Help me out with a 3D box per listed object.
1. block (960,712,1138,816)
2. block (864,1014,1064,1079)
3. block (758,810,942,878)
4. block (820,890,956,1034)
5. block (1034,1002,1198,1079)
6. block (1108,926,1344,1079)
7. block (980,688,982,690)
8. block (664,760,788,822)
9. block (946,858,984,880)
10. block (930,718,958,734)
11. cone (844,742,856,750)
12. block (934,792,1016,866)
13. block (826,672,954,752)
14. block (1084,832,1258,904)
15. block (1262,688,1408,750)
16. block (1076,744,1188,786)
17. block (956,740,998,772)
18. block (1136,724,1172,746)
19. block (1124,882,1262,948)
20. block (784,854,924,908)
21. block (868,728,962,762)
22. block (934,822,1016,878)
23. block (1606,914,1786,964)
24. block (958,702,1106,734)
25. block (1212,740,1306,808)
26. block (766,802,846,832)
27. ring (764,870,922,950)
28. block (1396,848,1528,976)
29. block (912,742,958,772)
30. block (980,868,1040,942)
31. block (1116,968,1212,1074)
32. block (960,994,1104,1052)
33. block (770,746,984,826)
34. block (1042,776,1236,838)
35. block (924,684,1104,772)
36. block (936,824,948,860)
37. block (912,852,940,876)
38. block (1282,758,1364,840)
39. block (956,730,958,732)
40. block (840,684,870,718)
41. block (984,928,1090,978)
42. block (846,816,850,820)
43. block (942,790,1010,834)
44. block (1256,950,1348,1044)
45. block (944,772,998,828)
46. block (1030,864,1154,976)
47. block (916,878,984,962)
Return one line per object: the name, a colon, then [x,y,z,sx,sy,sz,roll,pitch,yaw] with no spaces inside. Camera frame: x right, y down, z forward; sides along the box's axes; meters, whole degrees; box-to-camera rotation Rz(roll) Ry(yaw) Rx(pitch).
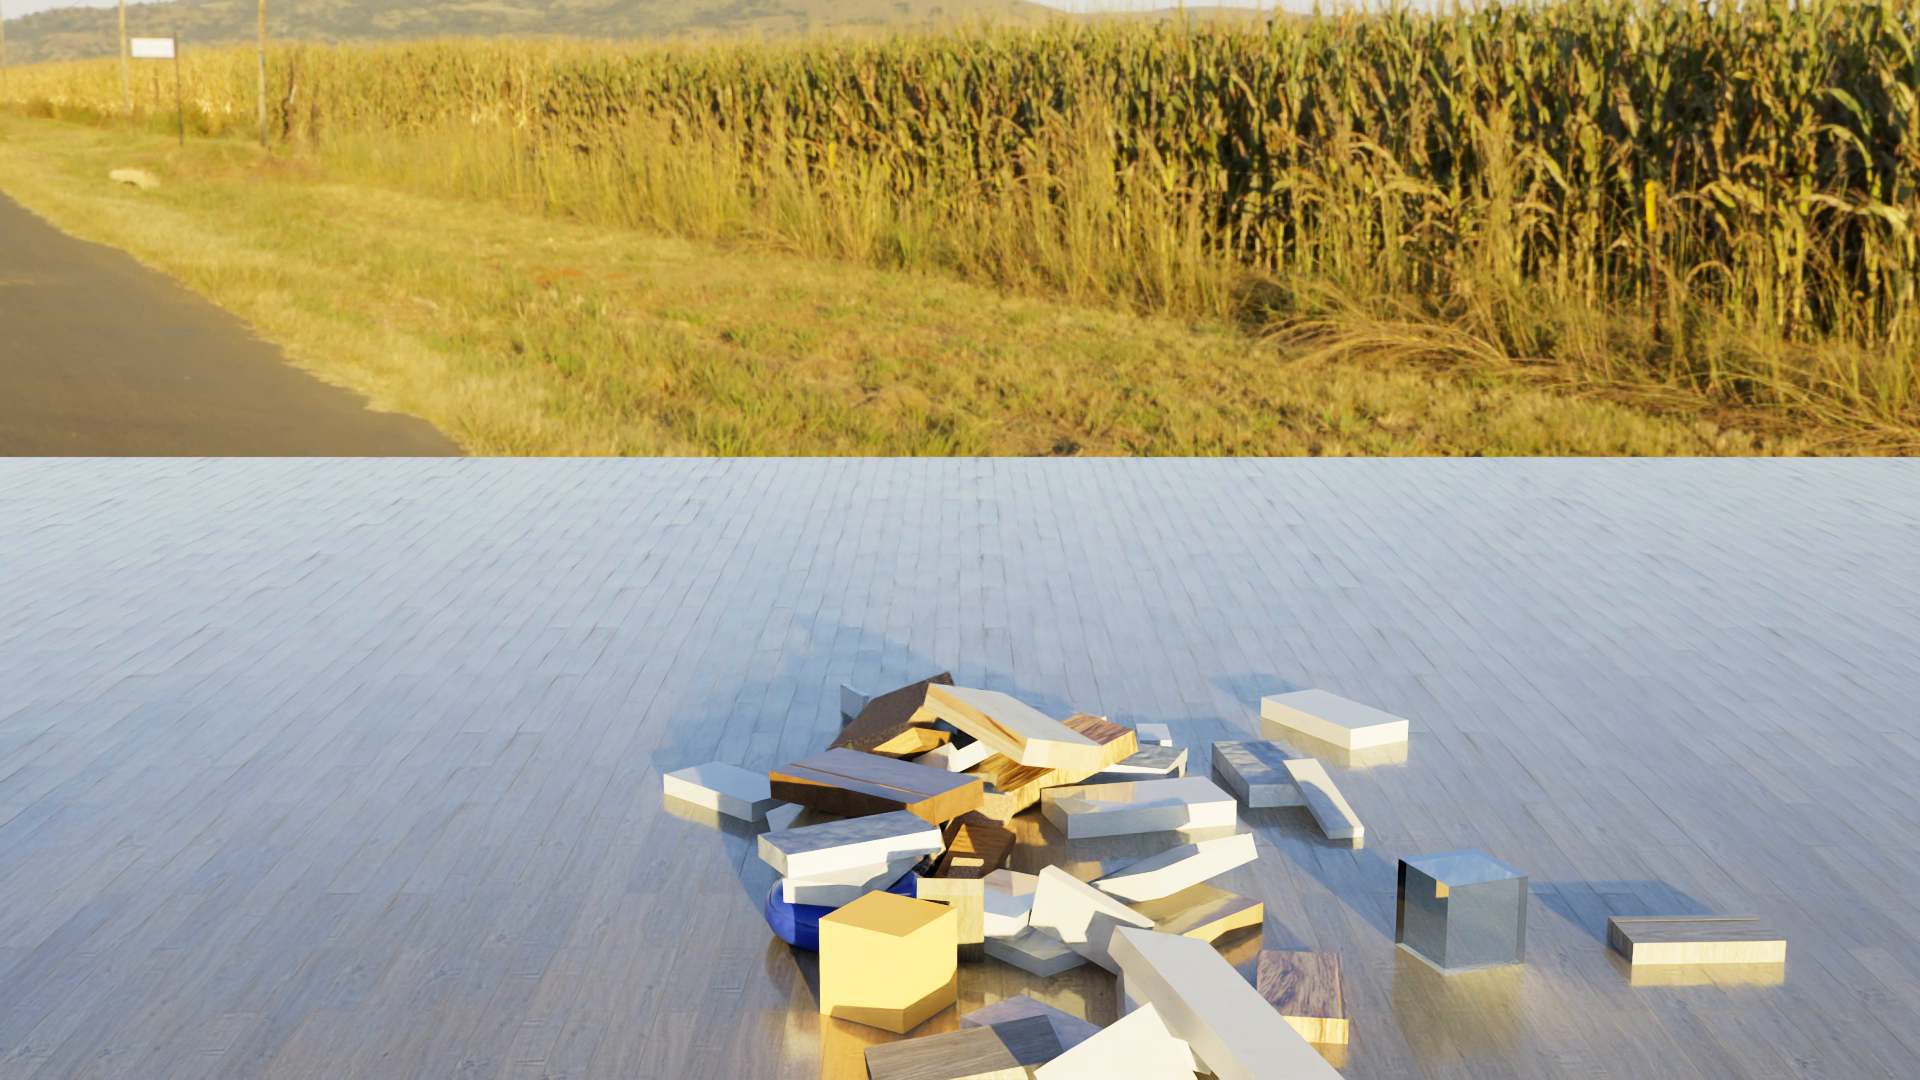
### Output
block: [0.165,0.428,4.216,0.323,0.046,0.162,-23,21,-32]
block: [0.007,0.694,2.908,0.252,0.036,0.126,-8,16,-8]
block: [-0.175,0.479,3.477,0.259,0.037,0.130,-6,10,-25]
block: [-0.103,0.608,3.182,0.143,0.143,0.143,6,12,31]
block: [0.203,0.689,2.827,0.033,0.118,0.236,-41,-16,34]
block: [0.368,0.658,2.988,0.150,0.042,0.523,13,10,-21]
block: [0.055,0.345,4.702,0.065,0.018,0.130,-7,13,-33]
block: [-0.430,0.476,4.180,0.260,0.037,0.130,10,15,44]
block: [0.003,0.567,3.634,0.052,0.015,0.104,2,35,15]
block: [-0.076,0.405,4.450,0.128,0.036,0.256,-19,9,7]
cone: [-0.182,0.474,4.126,0.137,0.137,0.137,30,18,11]
block: [0.027,0.510,3.862,0.093,0.026,0.185,4,31,18]
block: [-0.134,0.367,4.466,0.177,0.050,0.411,-21,6,14]
block: [0.348,0.545,3.621,0.150,0.042,0.300,-17,-5,37]
block: [0.795,0.379,4.685,0.152,0.043,0.303,-6,12,-29]
block: [0.272,0.440,4.353,0.323,0.046,0.162,4,11,19]
block: [0.031,0.414,4.260,0.128,0.036,0.272,-28,-6,16]
block: [0.403,0.409,4.591,0.065,0.018,0.131,0,11,1]
block: [0.324,0.608,3.456,0.300,0.042,0.150,-10,15,-44]
block: [-0.165,0.518,3.466,0.130,0.037,0.259,2,10,20]
block: [-0.095,0.408,4.189,0.128,0.036,0.256,-29,-14,12]
block: [0.025,0.542,3.732,0.093,0.026,0.185,3,25,17]
block: [1.142,0.620,3.417,0.236,0.033,0.118,0,11,-2]
block: [0.139,0.387,4.646,0.303,0.043,0.152,7,13,35]
block: [0.601,0.453,4.290,0.152,0.043,0.303,-1,11,-7]
block: [-0.256,0.520,3.832,0.130,0.037,0.354,-21,13,-6]
ring: [-0.174,0.579,3.484,0.273,0.091,0.273,0,9,0]
block: [0.771,0.571,3.388,0.140,0.140,0.140,-4,11,-20]
block: [-0.053,0.452,4.065,0.086,0.024,0.171,-26,28,21]
block: [0.072,0.576,3.482,0.130,0.037,0.259,8,7,21]
block: [0.285,0.663,3.064,0.126,0.036,0.252,16,9,0]
block: [0.123,0.691,3.033,0.118,0.033,0.236,-9,14,-41]
block: [-0.150,0.439,3.894,0.355,0.050,0.177,7,15,42]
block: [0.329,0.493,4.066,0.323,0.046,0.162,-3,11,-15]
block: [0.099,0.355,4.181,0.177,0.050,0.355,10,8,-34]
block: [-0.078,0.525,3.830,0.093,0.026,0.185,-26,14,-1]
block: [-0.073,0.535,3.635,0.052,0.015,0.104,-15,17,27]
block: [0.670,0.477,4.074,0.065,0.018,0.265,-3,23,-10]
block: [-0.070,0.395,4.672,0.119,0.017,0.059,10,14,42]
block: [-0.229,0.354,4.778,0.017,0.059,0.119,-5,12,-26]
block: [0.099,0.625,3.406,0.098,0.028,0.195,-9,14,-40]
block: [-0.155,0.505,3.896,0.130,0.037,0.260,-24,14,-5]
block: [0.027,0.505,3.932,0.086,0.024,0.171,3,28,17]
block: [0.494,0.660,3.193,0.126,0.036,0.252,1,11,7]
block: [0.021,0.485,4.027,0.086,0.024,0.171,-2,27,7]
block: [0.198,0.580,3.326,0.195,0.098,0.028,25,26,33]
block: [-0.013,0.572,3.300,0.098,0.195,0.028,1,50,1]
